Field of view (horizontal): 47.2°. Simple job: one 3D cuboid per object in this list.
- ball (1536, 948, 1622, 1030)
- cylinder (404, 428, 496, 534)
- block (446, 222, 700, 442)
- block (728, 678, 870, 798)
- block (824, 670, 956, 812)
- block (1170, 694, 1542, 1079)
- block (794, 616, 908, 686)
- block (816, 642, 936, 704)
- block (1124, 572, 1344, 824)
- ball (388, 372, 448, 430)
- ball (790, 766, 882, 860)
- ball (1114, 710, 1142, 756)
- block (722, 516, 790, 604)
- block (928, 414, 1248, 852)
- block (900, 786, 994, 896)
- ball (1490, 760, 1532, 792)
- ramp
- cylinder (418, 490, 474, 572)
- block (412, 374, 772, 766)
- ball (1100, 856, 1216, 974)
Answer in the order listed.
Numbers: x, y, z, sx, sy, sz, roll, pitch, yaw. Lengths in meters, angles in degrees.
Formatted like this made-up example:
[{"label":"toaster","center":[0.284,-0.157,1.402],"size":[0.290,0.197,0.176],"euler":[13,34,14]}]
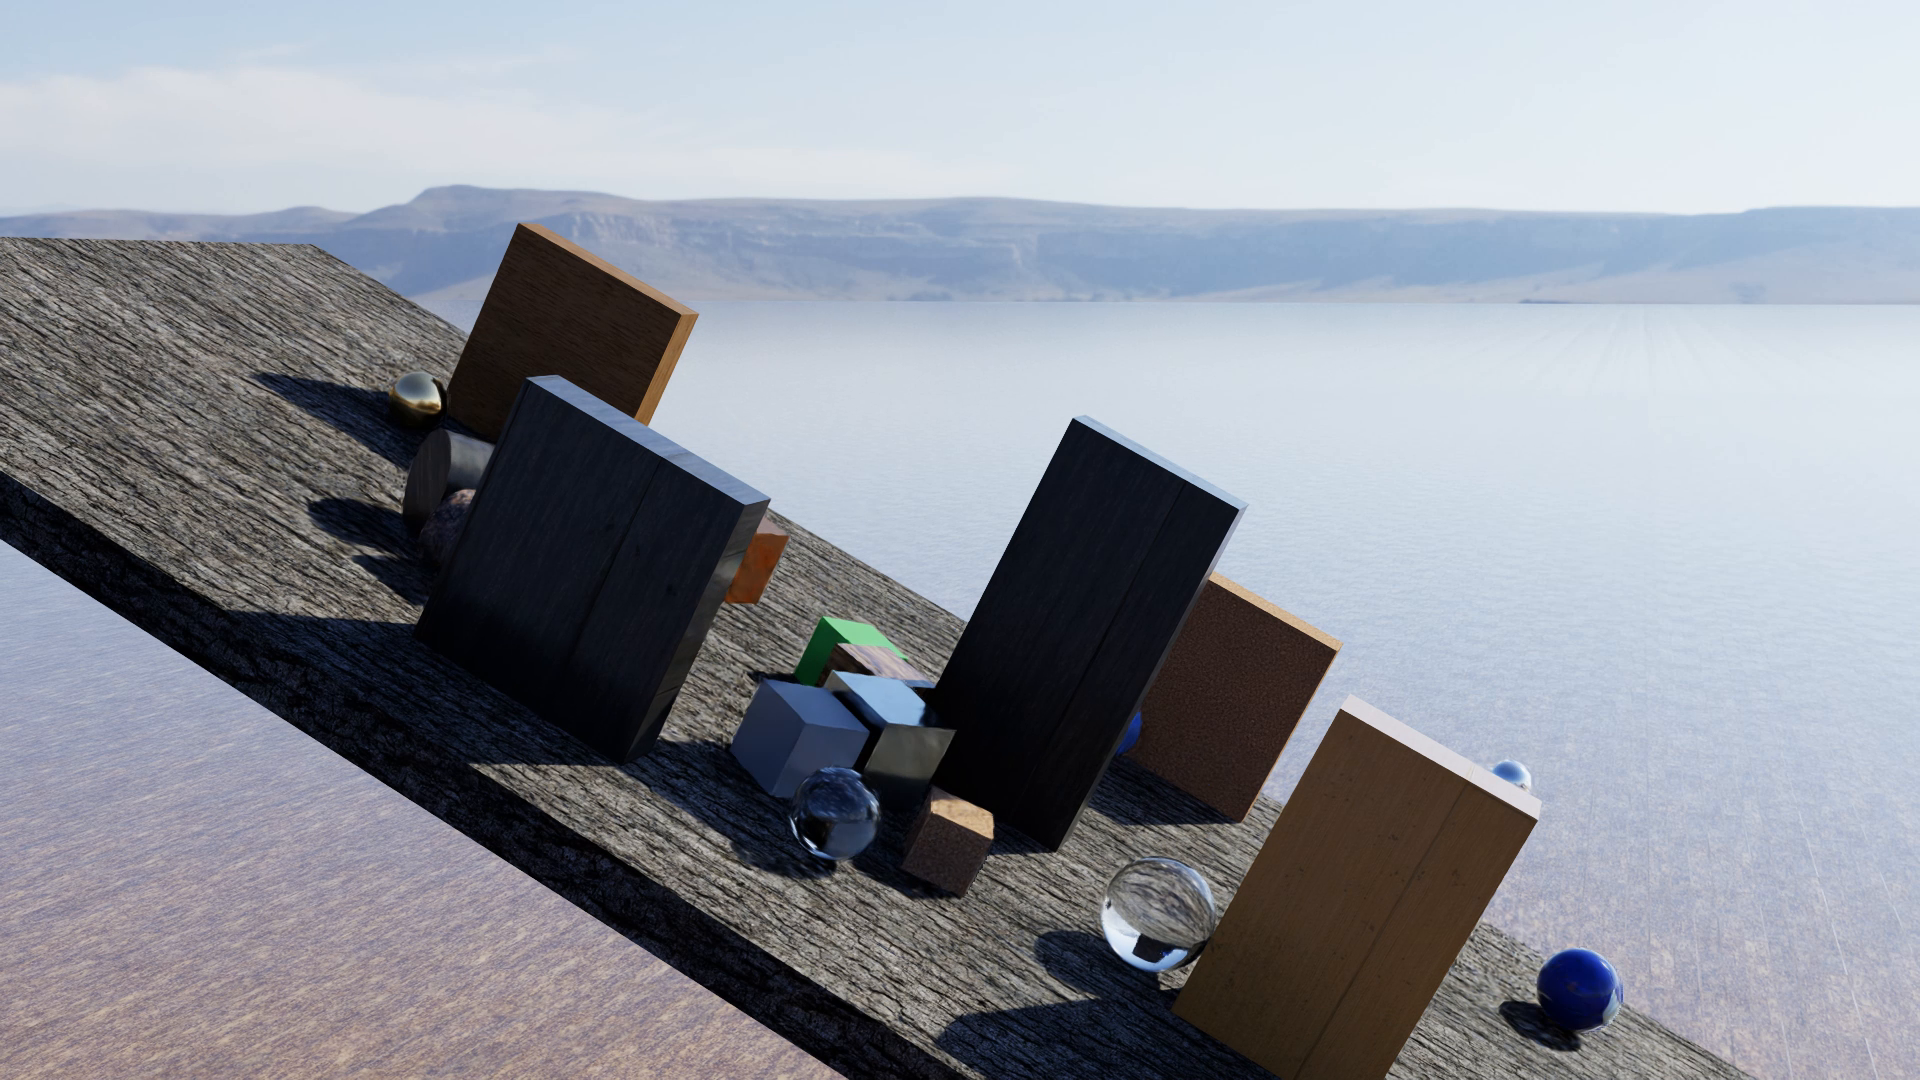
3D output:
[{"label":"ball","center":[1.244,0.903,4.421],"size":[0.164,0.164,0.164],"euler":[0,7,0]},{"label":"cylinder","center":[-0.888,-0.084,4.039],"size":[0.196,0.196,0.196],"euler":[17,-4,-34]},{"label":"block","center":[-0.837,-0.380,4.691],"size":[0.418,0.444,0.091],"euler":[30,14,12]},{"label":"block","center":[-0.273,0.341,3.732],"size":[0.143,0.143,0.143],"euler":[13,19,-43]},{"label":"block","center":[-0.152,0.353,3.853],"size":[0.171,0.171,0.171],"euler":[12,20,-46]},{"label":"block","center":[0.636,0.594,3.555],"size":[0.345,0.584,0.127],"euler":[30,14,12]},{"label":"block","center":[-0.210,0.243,4.229],"size":[0.131,0.131,0.131],"euler":[13,20,-45]},{"label":"block","center":[-0.166,0.296,4.082],"size":[0.148,0.148,0.148],"euler":[37,17,35]},{"label":"block","center":[0.537,0.315,4.711],"size":[0.397,0.429,0.105],"euler":[30,14,12]},{"label":"ball","center":[-1.113,-0.287,4.524],"size":[0.120,0.120,0.120],"euler":[0,7,0]},{"label":"ball","center":[-0.198,0.436,3.514],"size":[0.149,0.149,0.149],"euler":[0,7,0]},{"label":"ball","center":[0.314,0.387,4.647],"size":[0.140,0.140,0.140],"euler":[0,7,0]},{"label":"block","center":[-0.485,0.017,4.482],"size":[0.162,0.162,0.162],"euler":[36,16,32]},{"label":"block","center":[0.202,0.171,4.010],"size":[0.339,0.720,0.096],"euler":[30,14,12]},{"label":"block","center":[-0.021,0.502,3.671],"size":[0.114,0.114,0.114],"euler":[25,14,-5]},{"label":"ball","center":[1.929,0.848,7.720],"size":[0.150,0.150,0.150],"euler":[0,7,0]},{"label":"ramp","center":[-0.232,0.387,4.153],"size":[4.000,0.100,2.000],"euler":[30,14,12]},{"label":"cylinder","center":[-0.840,0.015,3.862],"size":[0.153,0.153,0.153],"euler":[32,20,22]},{"label":"block","center":[-0.594,0.046,3.524],"size":[0.417,0.475,0.108],"euler":[30,14,12]},{"label":"ball","center":[0.333,0.628,3.692],"size":[0.194,0.194,0.194],"euler":[0,7,0]}]
